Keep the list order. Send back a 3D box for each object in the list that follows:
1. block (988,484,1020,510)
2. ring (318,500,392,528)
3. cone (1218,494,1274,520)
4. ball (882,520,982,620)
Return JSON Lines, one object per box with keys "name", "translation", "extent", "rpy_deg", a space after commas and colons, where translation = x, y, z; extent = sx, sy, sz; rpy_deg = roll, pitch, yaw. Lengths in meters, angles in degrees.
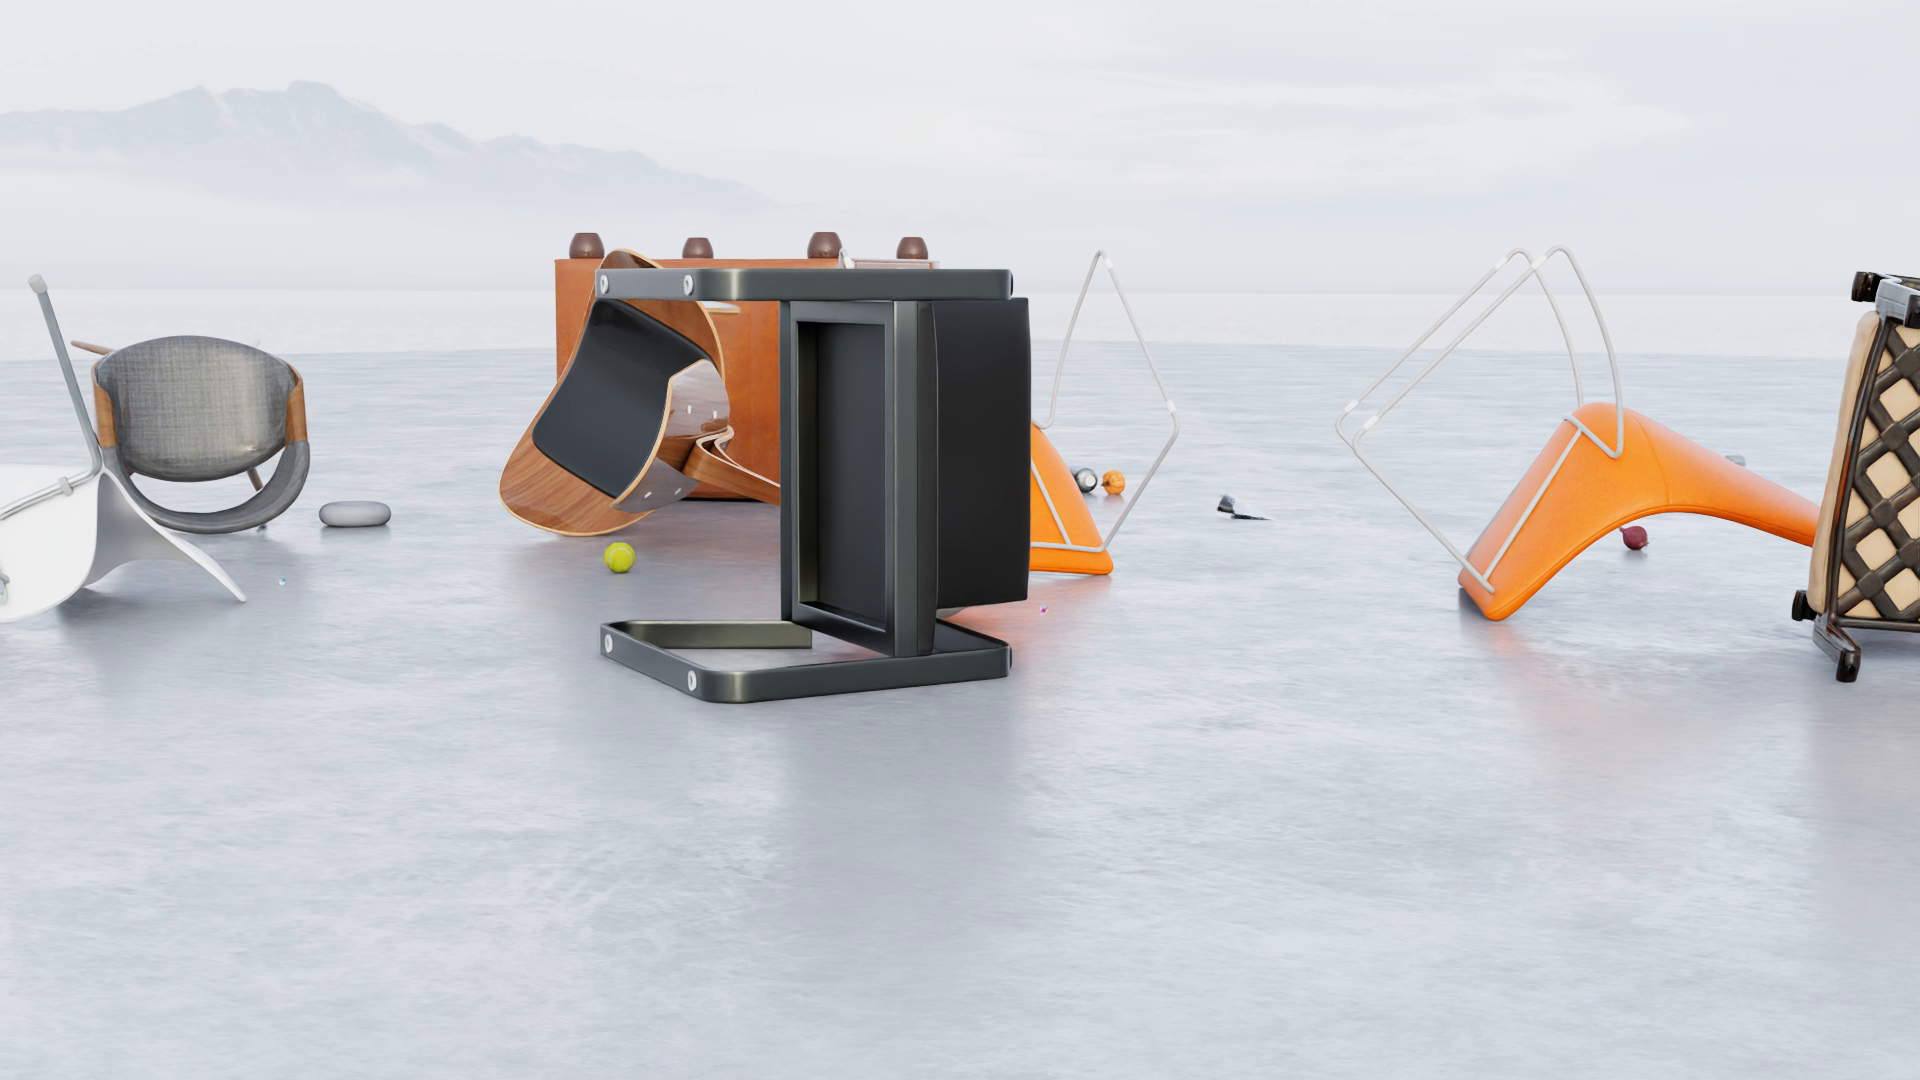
{"name": "block", "translation": [0.125, -0.124, 7.291], "extent": [0.075, 0.066, 0.095], "rpy_deg": [-1, 6, -6]}
{"name": "ring", "translation": [-1.603, -0.069, 6.800], "extent": [0.171, 0.059, 0.195], "rpy_deg": [7, 8, 44]}
{"name": "cone", "translation": [0.786, -0.073, 6.948], "extent": [0.147, 0.071, 0.156], "rpy_deg": [16, 10, 18]}
{"name": "ball", "translation": [-0.053, 0.059, 4.914], "extent": [0.191, 0.191, 0.191], "rpy_deg": [0, 6, 0]}
